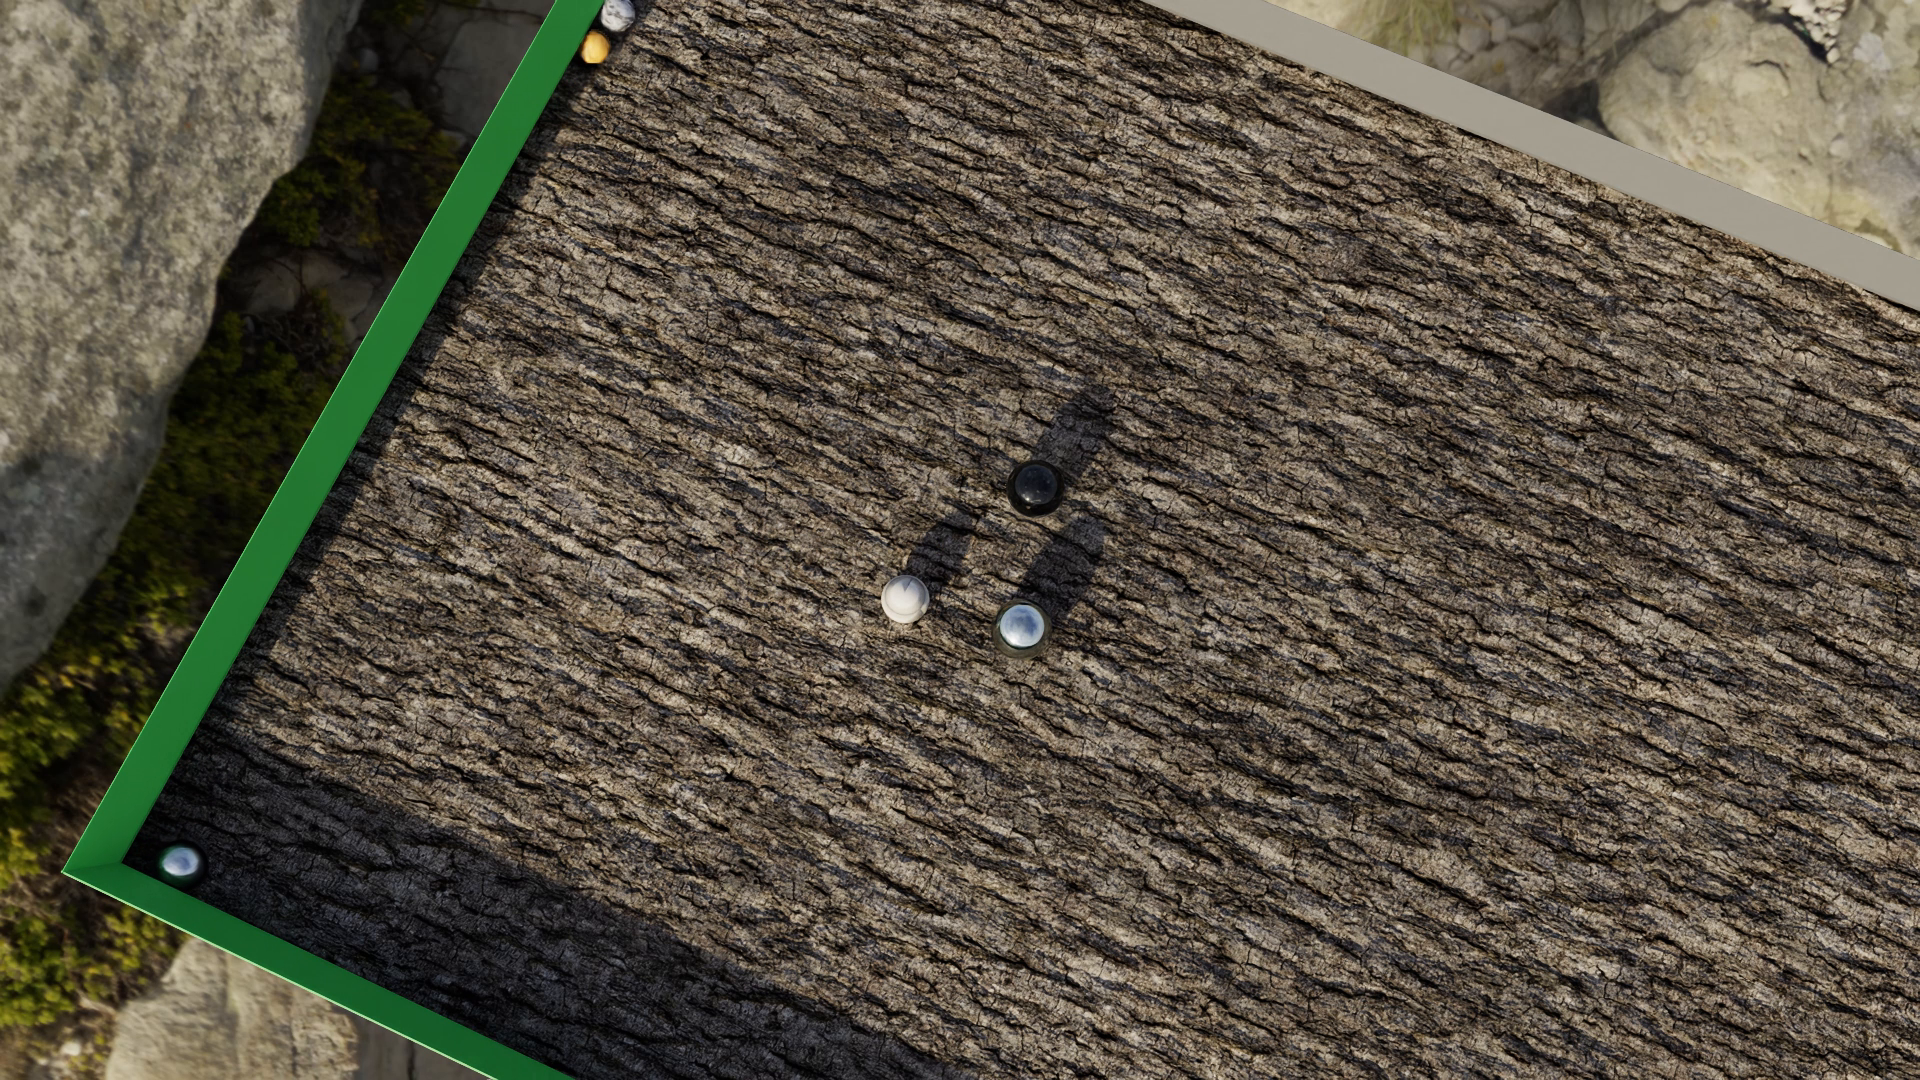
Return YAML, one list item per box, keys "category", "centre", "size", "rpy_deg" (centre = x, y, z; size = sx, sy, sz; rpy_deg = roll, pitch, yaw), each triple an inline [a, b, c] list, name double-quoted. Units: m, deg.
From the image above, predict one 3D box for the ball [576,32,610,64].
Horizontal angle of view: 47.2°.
- category: "ball"
  centre: [-0.604, -0.810, 3.620]
  size: [0.053, 0.053, 0.053]
  rpy_deg: [0, 74, 0]

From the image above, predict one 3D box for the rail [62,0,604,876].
- category: "rail"
  centre: [-0.849, -0.376, 3.455]
  size: [0.045, 0.122, 2.008]
  rpy_deg: [23, 75, 7]

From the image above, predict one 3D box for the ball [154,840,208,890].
- category: "ball"
  centre: [-1.144, 0.477, 3.228]
  size: [0.075, 0.075, 0.075]
  rpy_deg: [0, 74, 0]

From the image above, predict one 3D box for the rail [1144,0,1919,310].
- category: "rail"
  centre: [1.275, -0.485, 3.487]
  size: [3.822, 0.122, 0.045]
  rpy_deg: [23, 75, 7]

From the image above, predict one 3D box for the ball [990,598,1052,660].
- category: "ball"
  centre: [0.093, 0.135, 3.320]
  size: [0.094, 0.094, 0.094]
  rpy_deg: [0, 74, 0]

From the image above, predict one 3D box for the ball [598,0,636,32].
- category: "ball"
  centre: [-0.567, -0.870, 3.633]
  size: [0.061, 0.061, 0.061]
  rpy_deg: [0, 74, 0]

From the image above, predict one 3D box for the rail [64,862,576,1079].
- category: "rail"
  centre: [0.466, 1.227, 2.981]
  size: [3.822, 0.122, 0.045]
  rpy_deg: [23, 75, 7]

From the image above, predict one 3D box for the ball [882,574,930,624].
- category: "ball"
  centre: [-0.083, 0.090, 3.343]
  size: [0.074, 0.074, 0.074]
  rpy_deg: [0, 74, 0]

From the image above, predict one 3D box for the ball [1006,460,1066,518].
- category: "ball"
  centre: [0.116, -0.078, 3.384]
  size: [0.091, 0.091, 0.091]
  rpy_deg: [0, 74, 0]
